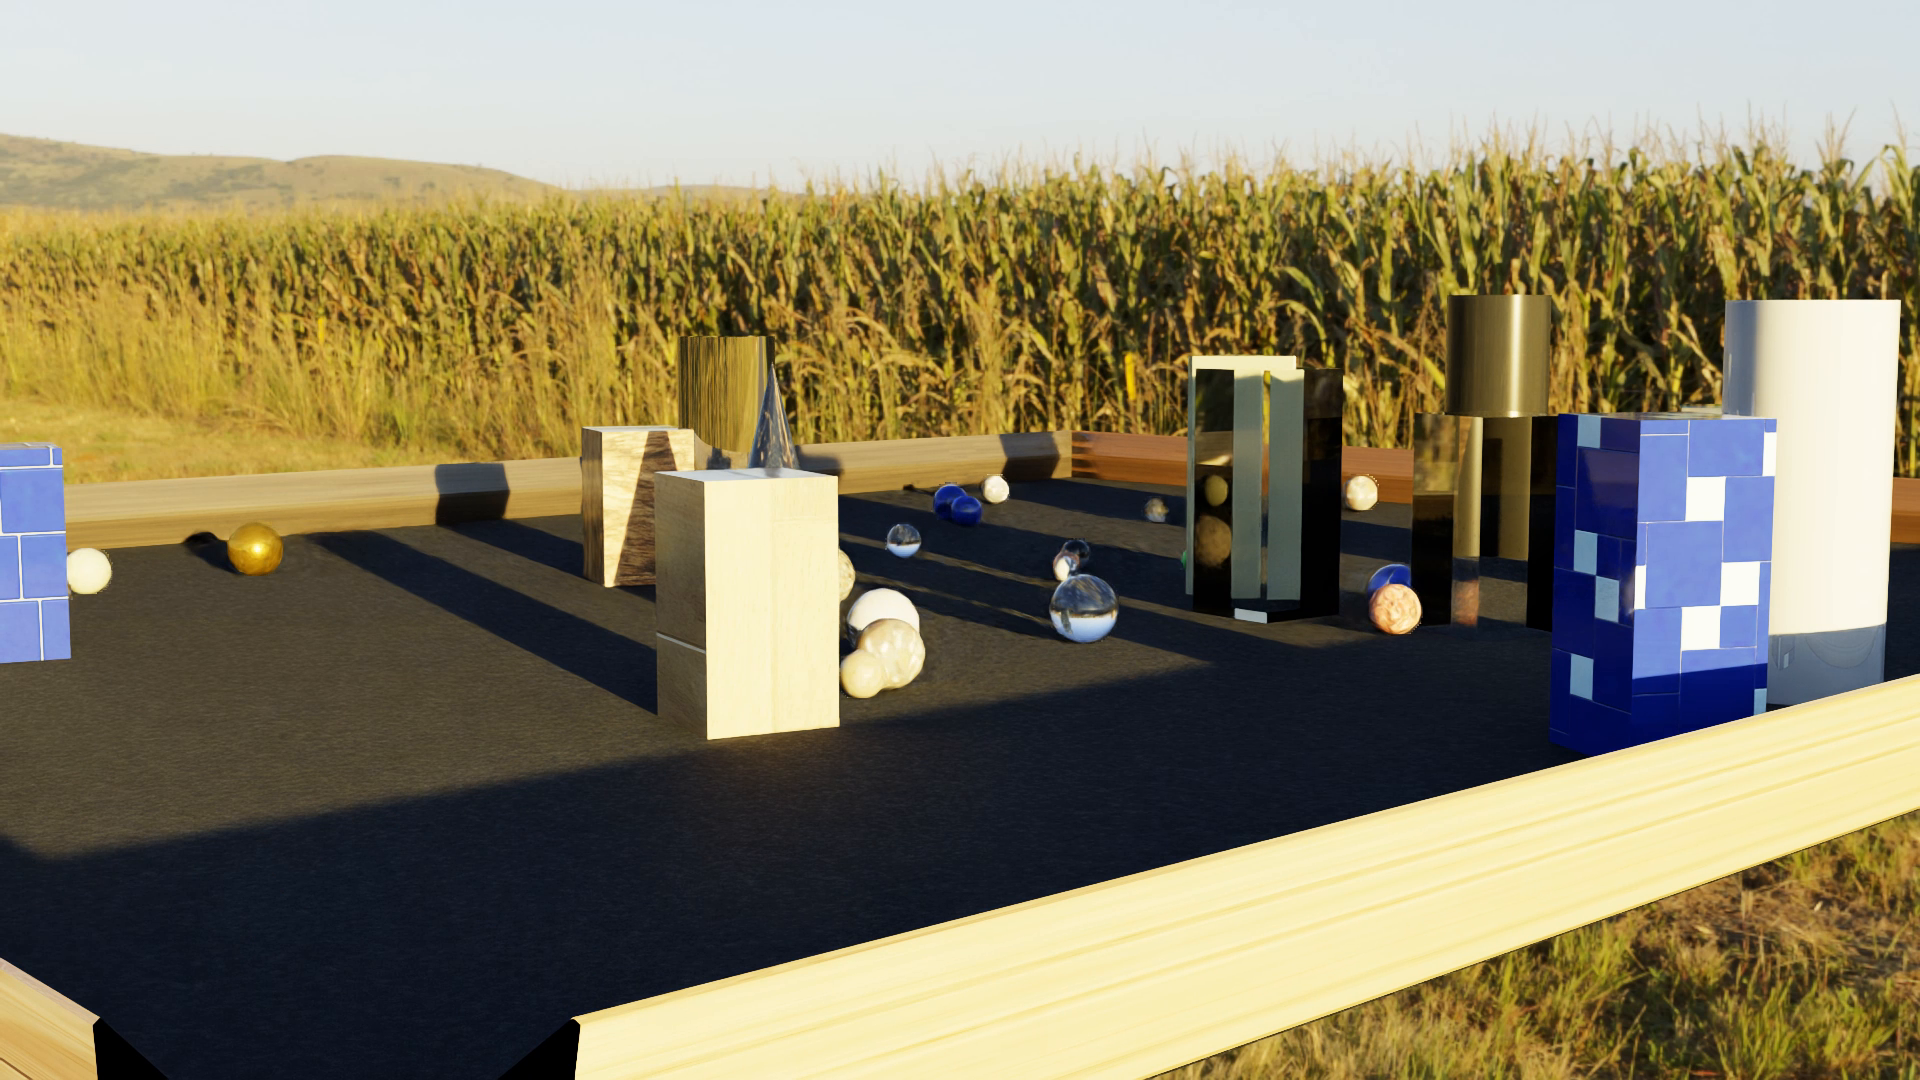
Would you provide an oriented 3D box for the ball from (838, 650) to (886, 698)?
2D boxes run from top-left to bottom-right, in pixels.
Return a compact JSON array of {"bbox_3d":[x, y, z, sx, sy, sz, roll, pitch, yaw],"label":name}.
[{"bbox_3d":[-0.111,0.153,2.505,0.055,0.055,0.055,0,6,0],"label":"ball"}]

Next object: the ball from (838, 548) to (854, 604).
[{"bbox_3d":[-0.203,0.053,3.270,0.092,0.092,0.092,0,6,0],"label":"ball"}]

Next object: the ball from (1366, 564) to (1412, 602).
[{"bbox_3d":[0.615,0.076,3.102,0.083,0.083,0.083,0,6,0],"label":"ball"}]

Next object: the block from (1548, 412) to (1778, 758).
[{"bbox_3d":[0.697,0.045,2.192,0.149,0.337,0.149,-2,6,-15],"label":"block"}]

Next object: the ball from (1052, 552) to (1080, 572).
[{"bbox_3d":[0.175,0.041,3.608,0.046,0.046,0.046,0,6,0],"label":"ball"}]

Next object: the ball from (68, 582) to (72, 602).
[{"bbox_3d":[-1.324,0.075,3.189,0.066,0.066,0.066,0,6,0],"label":"ball"}]

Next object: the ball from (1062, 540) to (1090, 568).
[{"bbox_3d":[0.197,0.024,3.747,0.050,0.050,0.050,0,6,0],"label":"ball"}]

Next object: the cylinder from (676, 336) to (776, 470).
[{"bbox_3d":[-0.444,-0.194,4.196,0.186,0.388,0.186,0,6,0],"label":"cylinder"}]

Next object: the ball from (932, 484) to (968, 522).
[{"bbox_3d":[-0.019,-0.077,4.581,0.076,0.076,0.076,0,6,0],"label":"ball"}]

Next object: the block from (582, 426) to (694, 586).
[{"bbox_3d":[-0.526,-0.059,3.592,0.149,0.247,0.149,-3,7,-22],"label":"block"}]

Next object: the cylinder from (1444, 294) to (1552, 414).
[{"bbox_3d":[0.983,-0.215,4.036,0.186,0.465,0.186,0,6,0],"label":"cylinder"}]

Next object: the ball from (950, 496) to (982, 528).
[{"bbox_3d":[0.013,-0.058,4.454,0.065,0.065,0.065,0,6,0],"label":"ball"}]

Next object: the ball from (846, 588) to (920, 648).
[{"bbox_3d":[-0.097,0.107,2.758,0.093,0.093,0.093,0,6,0],"label":"ball"}]

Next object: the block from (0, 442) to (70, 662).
[{"bbox_3d":[-1.231,0.014,2.812,0.149,0.267,0.149,-3,7,-28],"label":"block"}]

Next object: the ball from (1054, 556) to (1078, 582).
[{"bbox_3d":[0.172,0.048,3.565,0.041,0.041,0.041,0,6,0],"label":"ball"}]

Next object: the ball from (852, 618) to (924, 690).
[{"bbox_3d":[-0.083,0.132,2.566,0.084,0.084,0.084,0,6,0],"label":"ball"}]

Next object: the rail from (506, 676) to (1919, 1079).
[{"bbox_3d":[1.071,0.154,2.179,3.753,0.121,0.045,-6,8,-42],"label":"rail"}]

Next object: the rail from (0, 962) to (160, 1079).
[{"bbox_3d":[-1.362,0.164,2.083,0.045,0.121,3.205,-6,8,-42],"label":"rail"}]

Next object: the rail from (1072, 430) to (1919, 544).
[{"bbox_3d":[1.362,-0.101,4.582,0.045,0.121,3.205,-6,8,-42],"label":"rail"}]

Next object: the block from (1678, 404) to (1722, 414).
[{"bbox_3d":[1.154,-0.052,3.302,0.149,0.296,0.149,2,6,15],"label":"block"}]

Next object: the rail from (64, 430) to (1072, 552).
[{"bbox_3d":[-1.071,-0.091,4.486,3.753,0.121,0.045,-6,8,-42],"label":"rail"}]

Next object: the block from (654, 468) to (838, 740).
[{"bbox_3d":[-0.230,0.063,2.357,0.149,0.267,0.149,-3,7,-28],"label":"block"}]

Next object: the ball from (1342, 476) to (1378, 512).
[{"bbox_3d":[0.872,-0.102,4.797,0.078,0.078,0.078,0,6,0],"label":"ball"}]

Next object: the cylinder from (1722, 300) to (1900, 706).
[{"bbox_3d":[0.969,-0.048,2.526,0.186,0.451,0.186,0,6,0],"label":"cylinder"}]

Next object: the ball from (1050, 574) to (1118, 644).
[{"bbox_3d":[0.165,0.091,2.917,0.091,0.091,0.091,0,6,0],"label":"ball"}]

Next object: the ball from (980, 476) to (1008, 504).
[{"bbox_3d":[0.079,-0.114,4.983,0.063,0.063,0.063,0,6,0],"label":"ball"}]

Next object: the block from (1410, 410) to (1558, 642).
[{"bbox_3d":[0.726,-0.023,3.014,0.149,0.299,0.149,-3,7,-24],"label":"block"}]

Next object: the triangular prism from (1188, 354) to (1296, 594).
[{"bbox_3d":[0.435,-0.106,3.465,0.161,0.369,0.140,0,6,1],"label":"triangular prism"}]

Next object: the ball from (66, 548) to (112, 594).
[{"bbox_3d":[-1.355,0.048,3.412,0.072,0.072,0.072,0,6,0],"label":"ball"}]

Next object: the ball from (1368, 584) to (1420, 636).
[{"bbox_3d":[0.590,0.094,2.989,0.071,0.071,0.071,0,6,0],"label":"ball"}]

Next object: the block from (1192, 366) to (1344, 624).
[{"bbox_3d":[0.445,-0.070,3.186,0.149,0.356,0.149,-5,8,-38],"label":"block"}]

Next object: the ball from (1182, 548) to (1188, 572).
[{"bbox_3d":[0.394,0.034,3.656,0.050,0.050,0.050,0,6,0],"label":"ball"}]

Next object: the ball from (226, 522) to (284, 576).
[{"bbox_3d":[-1.166,0.015,3.639,0.090,0.090,0.090,0,6,0],"label":"ball"}]

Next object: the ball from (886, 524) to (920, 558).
[{"bbox_3d":[-0.100,0.002,3.909,0.060,0.060,0.060,0,6,0],"label":"ball"}]

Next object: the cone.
[{"bbox_3d":[-0.262,-0.066,3.090,0.186,0.368,0.186,0,6,0],"label":"cone"}]

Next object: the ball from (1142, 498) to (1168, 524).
[{"bbox_3d":[0.404,-0.061,4.540,0.053,0.053,0.053,0,6,0],"label":"ball"}]
